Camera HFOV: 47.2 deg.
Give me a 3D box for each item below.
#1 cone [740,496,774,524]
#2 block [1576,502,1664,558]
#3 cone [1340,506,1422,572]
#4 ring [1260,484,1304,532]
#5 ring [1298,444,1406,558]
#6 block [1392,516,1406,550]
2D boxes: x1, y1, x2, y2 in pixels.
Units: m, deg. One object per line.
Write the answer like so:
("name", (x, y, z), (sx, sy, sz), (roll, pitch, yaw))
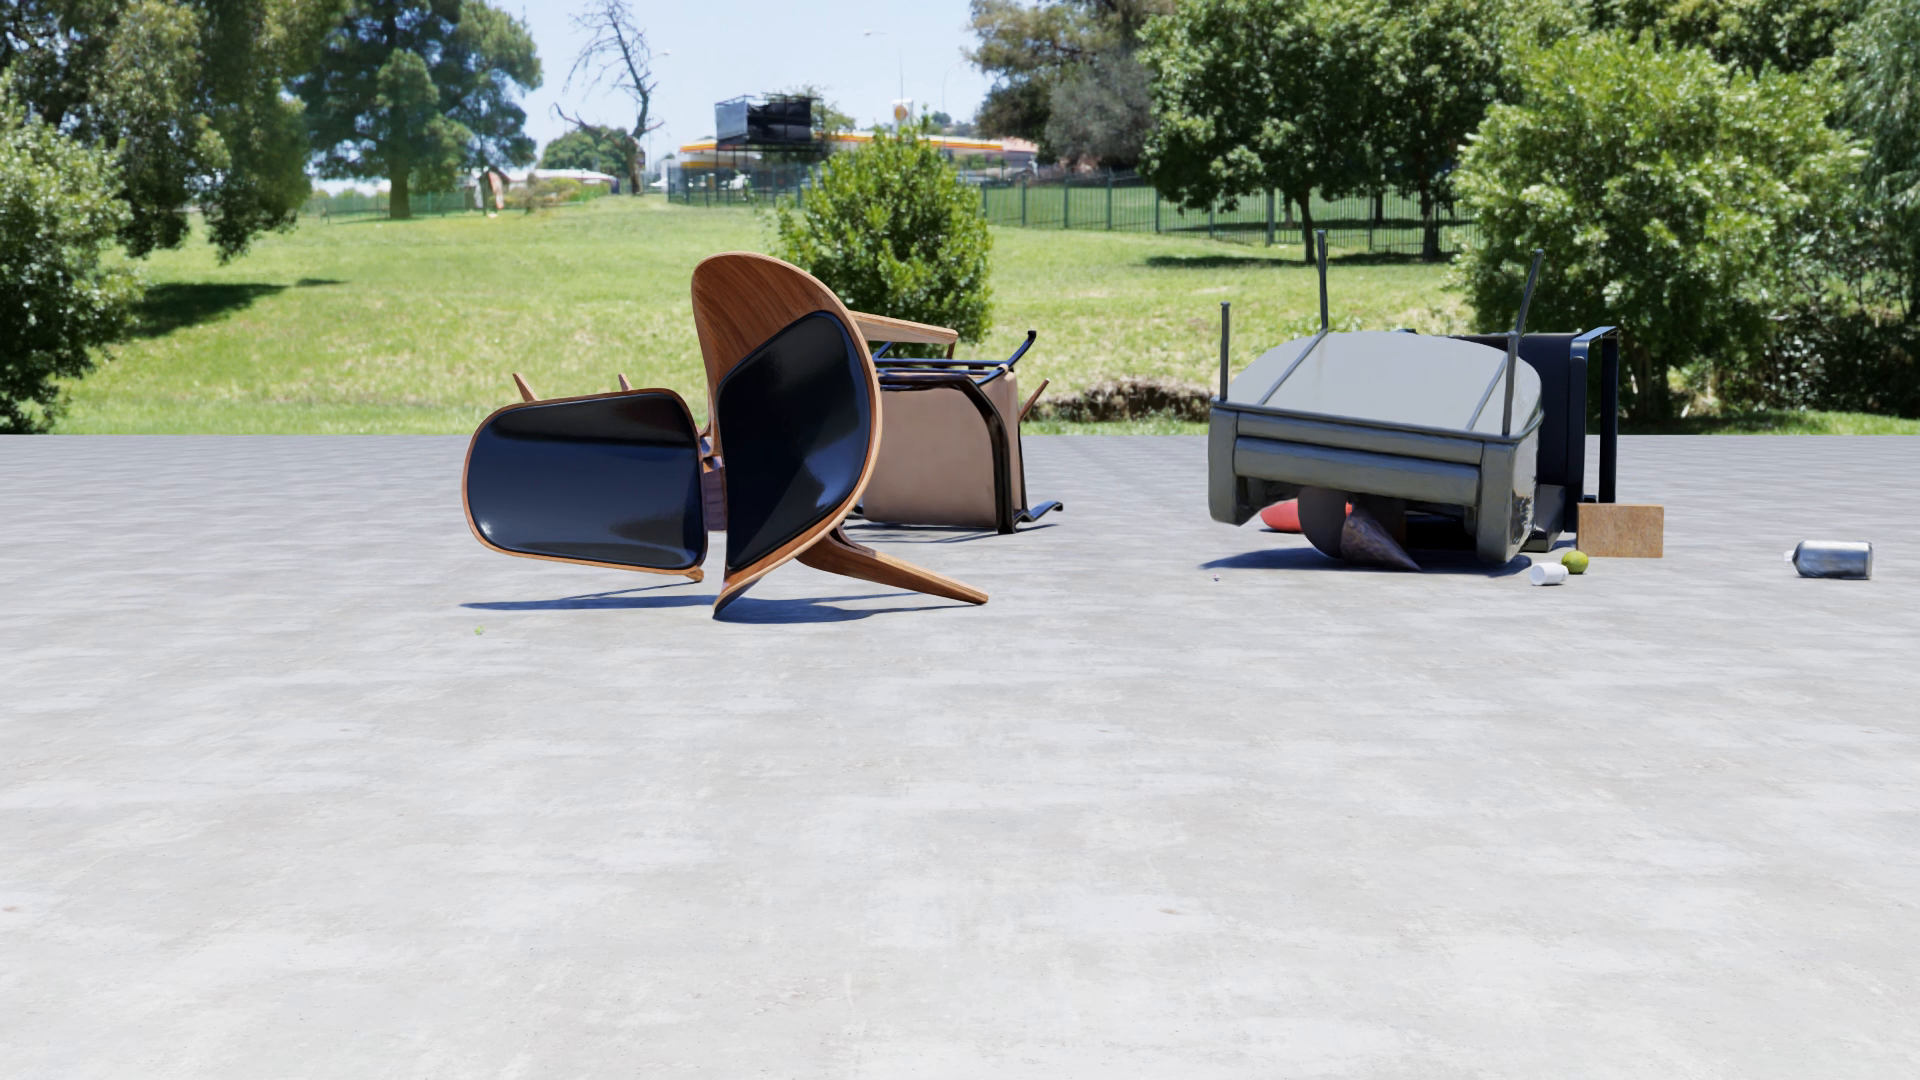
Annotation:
("cone", (-0.667, -0.080, 7.371), (0.108, 0.070, 0.149), (-39, 49, -13))
("block", (1.777, -0.027, 5.929), (0.216, 0.138, 0.141), (1, 4, 13))
("cone", (1.072, 0.034, 5.486), (0.119, 0.176, 0.224), (-33, 41, -22))
("ring", (1.153, -0.099, 6.970), (0.413, 0.142, 0.399), (-1, 5, -31))
("ring", (1.040, -0.102, 5.829), (0.122, 0.314, 0.419), (19, 4, 43))
("block", (1.180, -0.015, 6.080), (0.069, 0.094, 0.111), (2, 5, 31))
